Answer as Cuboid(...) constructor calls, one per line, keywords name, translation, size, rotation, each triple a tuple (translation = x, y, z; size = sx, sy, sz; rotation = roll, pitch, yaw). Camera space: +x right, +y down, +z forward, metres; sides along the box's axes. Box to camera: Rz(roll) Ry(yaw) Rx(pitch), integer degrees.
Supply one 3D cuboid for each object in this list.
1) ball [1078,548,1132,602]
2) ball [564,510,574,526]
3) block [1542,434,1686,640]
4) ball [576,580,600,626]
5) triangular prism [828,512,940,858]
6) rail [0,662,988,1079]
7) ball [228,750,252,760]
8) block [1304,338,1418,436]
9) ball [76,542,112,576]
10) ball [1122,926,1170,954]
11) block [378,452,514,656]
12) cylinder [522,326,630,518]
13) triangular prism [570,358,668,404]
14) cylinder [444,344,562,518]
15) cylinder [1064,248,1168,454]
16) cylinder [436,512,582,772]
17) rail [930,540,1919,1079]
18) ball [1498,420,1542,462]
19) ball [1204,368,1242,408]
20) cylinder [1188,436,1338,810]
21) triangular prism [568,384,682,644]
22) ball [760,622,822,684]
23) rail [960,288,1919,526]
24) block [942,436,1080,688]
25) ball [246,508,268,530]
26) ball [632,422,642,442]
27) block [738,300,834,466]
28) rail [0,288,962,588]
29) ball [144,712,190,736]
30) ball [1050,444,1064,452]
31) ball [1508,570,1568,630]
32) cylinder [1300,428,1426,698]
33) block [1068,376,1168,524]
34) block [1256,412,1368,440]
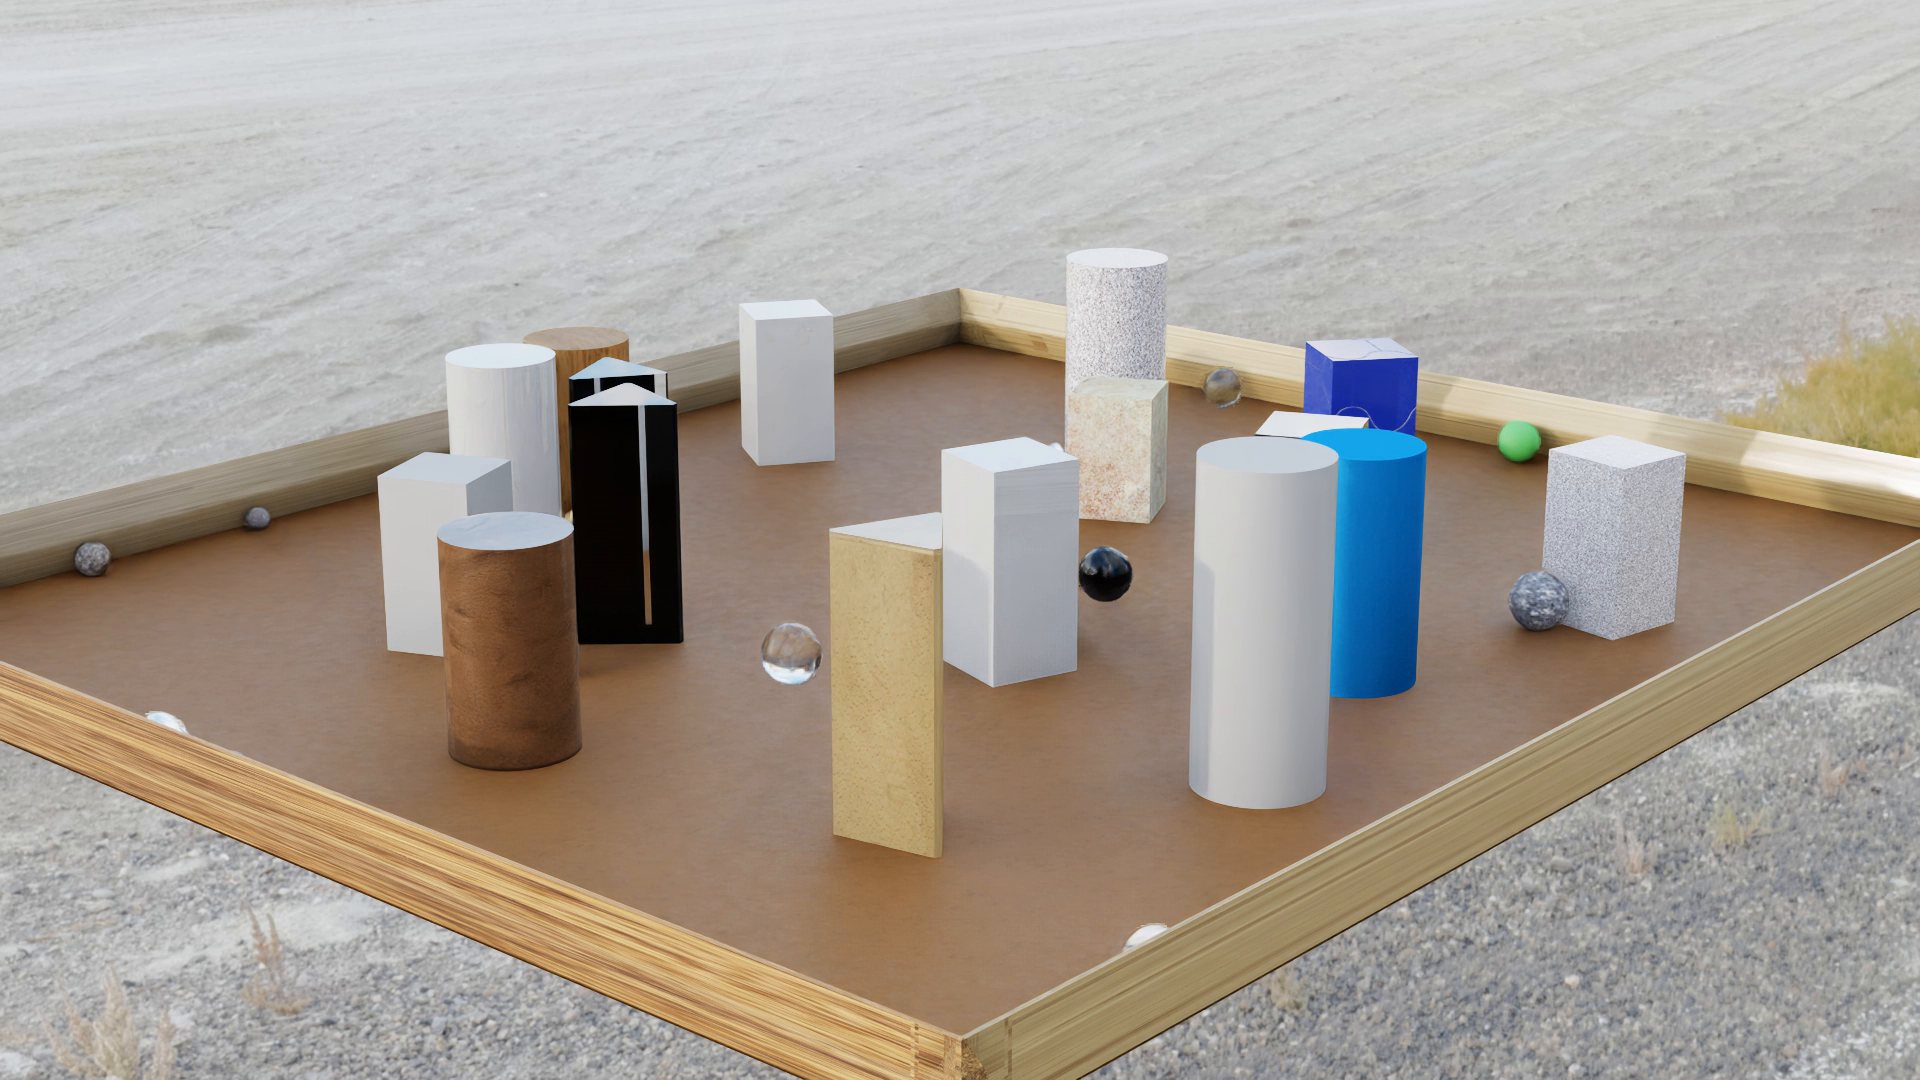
Cuboid(name="ball", translation=(0.253, 0.060, 5.092), size=(0.095, 0.095, 0.095), rotation=(0, 17, 0))
Cuboid(name="ball", translation=(-0.720, -0.034, 5.490), size=(0.046, 0.046, 0.046), rotation=(0, 17, 0))
Cuboid(name="block", translation=(1.104, -0.007, 4.964), size=(0.160, 0.296, 0.160), rotation=(-13, 21, -36))
Cuboid(name="ball", translation=(-0.647, 0.107, 4.971), size=(0.075, 0.075, 0.075), rotation=(0, 17, 0))
Cuboid(name="triangular prism", translation=(-0.065, 0.192, 4.053), size=(0.173, 0.442, 0.150), rotation=(10, 19, 29))
Cuboid(name="rail", translation=(-0.968, 0.354, 4.052), size=(2.610, 0.130, 0.045), rotation=(14, 22, 39))
Cuboid(name="ball", translation=(-1.044, 0.339, 4.195), size=(0.078, 0.078, 0.078), rotation=(0, 17, 0))
Cuboid(name="block", translation=(0.727, -0.167, 5.364), size=(0.160, 0.373, 0.160), rotation=(-3, 17, -11))
Cuboid(name="ball", translation=(-1.548, 0.034, 5.237), size=(0.062, 0.062, 0.062), rotation=(0, 17, 0))
Cuboid(name="ball", translation=(0.240, 0.515, 3.606), size=(0.081, 0.081, 0.081), rotation=(0, 17, 0))
Cuboid(name="block", translation=(-0.846, 0.025, 4.856), size=(0.160, 0.299, 0.160), rotation=(5, 18, 18))
Cuboid(name="cylinder", translation=(-0.729, -0.223, 5.614), size=(0.200, 0.335, 0.200), rotation=(0, 17, 0))
Cuboid(name="triangular prism", translation=(-0.626, -0.146, 5.334), size=(0.173, 0.349, 0.150), rotation=(-4, 17, -15))
Cuboid(name="cylinder", translation=(-0.839, -0.168, 5.405), size=(0.200, 0.352, 0.200), rotation=(0, 17, 0))
Cuboid(name="cylinder", translation=(0.309, -0.343, 5.828), size=(0.200, 0.443, 0.200), rotation=(0, 17, 0))
Cuboid(name="cylinder", translation=(-0.670, 0.149, 4.369), size=(0.200, 0.341, 0.200), rotation=(0, 17, 0))
Cuboid(name="rail", translation=(0.967, 0.275, 4.315), size=(0.045, 0.130, 3.001), rotation=(14, 22, 39))
Cuboid(name="ball", translation=(1.140, -0.201, 5.974), size=(0.085, 0.085, 0.085), rotation=(0, 17, 0))
Cuboid(name="ball", translation=(0.575, -0.333, 6.416), size=(0.084, 0.084, 0.084), rotation=(0, 17, 0))
Cuboid(name="cylinder", translation=(0.433, 0.117, 4.206), size=(0.200, 0.497, 0.200), rotation=(0, 17, 0))
Cuboid(name="triangular prism", translation=(-0.553, -0.046, 4.898), size=(0.173, 0.409, 0.150), rotation=(-1, 17, -2))
Cuboid(name="ball", translation=(-0.269, 0.181, 4.683), size=(0.099, 0.099, 0.099), rotation=(0, 17, 0))
Cuboid(name="rail", translation=(0.968, -0.289, 6.188), size=(2.610, 0.130, 0.045), rotation=(14, 22, 39))
Cuboid(name="block", translation=(0.080, 0.033, 4.729), size=(0.160, 0.355, 0.160), rotation=(-10, 19, -30))
Cuboid(name="ball", translation=(-1.322, -0.040, 5.516), size=(0.042, 0.042, 0.042), rotation=(0, 17, 0))
Cuboid(name="ball", translation=(-0.687, -0.227, 6.138), size=(0.042, 0.042, 0.042), rotation=(0, 17, 0))
Cuboid(name="block", translation=(-0.355, -0.324, 6.006), size=(0.160, 0.303, 0.160), rotation=(-5, 17, -15))
Cuboid(name="rail", translation=(-0.967, -0.210, 5.924), size=(0.045, 0.130, 3.001), rotation=(14, 22, 39))
Cuboid(name="ball", translation=(-1.178, 0.298, 4.316), size=(0.087, 0.087, 0.087), rotation=(0, 17, 0))
Cuboid(name="ball", translation=(0.190, -0.172, 5.949), size=(0.045, 0.045, 0.045), rotation=(0, 17, 0))
Cuboid(name="ball", translation=(0.975, 0.102, 4.944), size=(0.100, 0.100, 0.100), rotation=(0, 17, 0))
Cuboid(name="cylinder", translation=(0.633, 0.035, 4.666), size=(0.200, 0.389, 0.200), rotation=(0, 17, 0))
Cuboid(name="block", translation=(0.303, -0.175, 5.619), size=(0.160, 0.241, 0.160), rotation=(4, 17, 14))
Cuboid(name="block", translation=(0.583, -0.018, 4.896), size=(0.160, 0.357, 0.160), rotation=(5, 17, 16))
